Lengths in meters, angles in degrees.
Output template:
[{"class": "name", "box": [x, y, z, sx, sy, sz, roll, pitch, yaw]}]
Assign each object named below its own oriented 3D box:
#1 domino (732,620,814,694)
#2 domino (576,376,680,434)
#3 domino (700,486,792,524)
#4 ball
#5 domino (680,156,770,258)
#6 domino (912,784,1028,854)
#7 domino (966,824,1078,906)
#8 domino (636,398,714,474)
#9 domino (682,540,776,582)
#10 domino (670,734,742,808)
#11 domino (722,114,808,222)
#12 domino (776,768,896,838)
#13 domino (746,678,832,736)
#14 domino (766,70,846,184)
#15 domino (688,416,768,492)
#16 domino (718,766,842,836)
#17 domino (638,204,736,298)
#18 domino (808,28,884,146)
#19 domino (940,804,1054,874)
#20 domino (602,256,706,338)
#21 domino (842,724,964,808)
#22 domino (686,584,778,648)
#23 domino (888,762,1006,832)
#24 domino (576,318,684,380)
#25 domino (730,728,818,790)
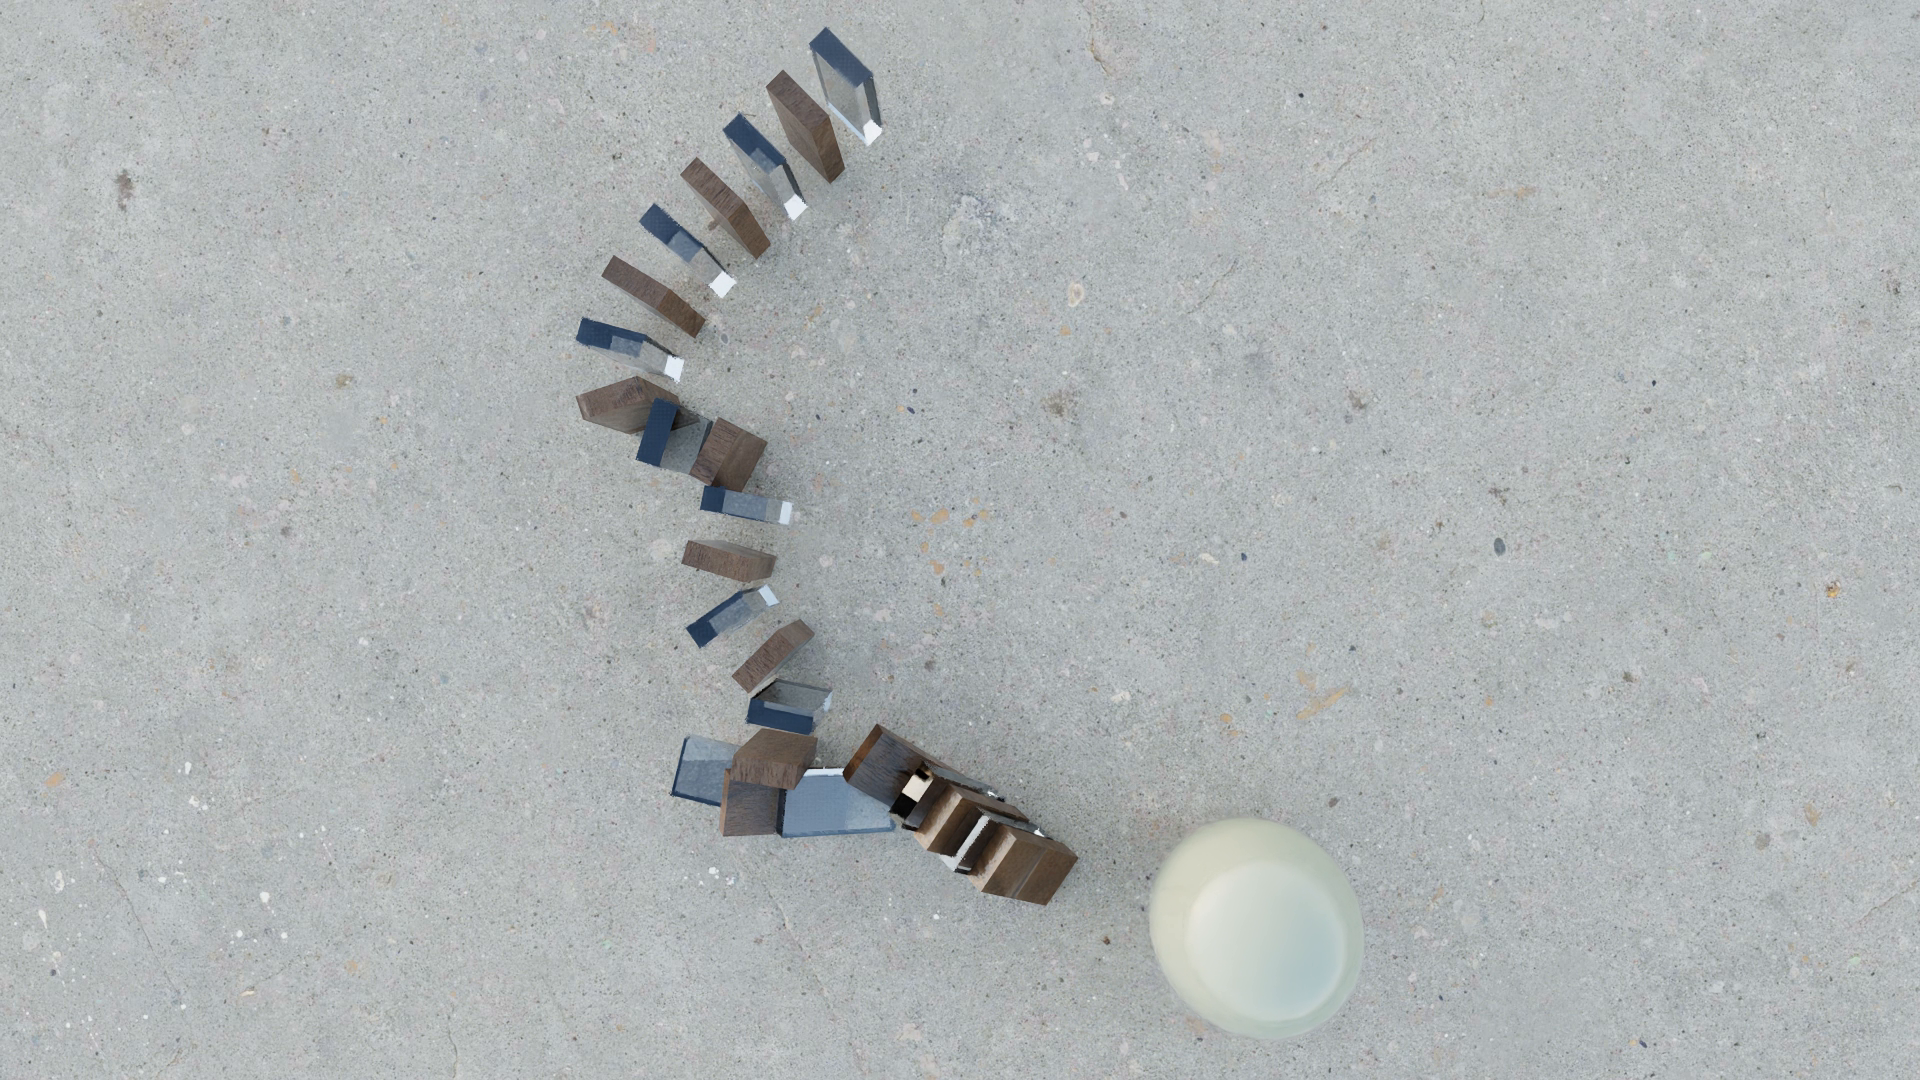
[{"class": "domino", "box": [-0.075, 0.047, 0.375, 0.025, 0.050, 0.010, -45, 90, 0]}, {"class": "domino", "box": [-0.134, -0.054, 0.375, 0.025, 0.050, 0.010, -18, 90, 0]}, {"class": "domino", "box": [-0.086, -0.014, 0.375, 0.025, 0.050, 0.009, 11, 90, 0]}, {"class": "ball", "box": [0.115, 0.151, 0.360, 0.080, 0.080, 0.080, 0, 90, 0]}, {"class": "domino", "box": [-0.095, -0.134, 0.375, 0.025, 0.050, 0.010, 43, 90, 0]}, {"class": "domino", "box": [0.006, 0.119, 0.379, 0.010, 0.050, 0.025, 34, 90, 45]}, {"class": "domino", "box": [0.027, 0.135, 0.379, 0.010, 0.050, 0.025, 34, 90, 45]}, {"class": "domino", "box": [-0.116, -0.041, 0.375, 0.009, 0.050, 0.025, 17, 90, 0]}, {"class": "domino", "box": [-0.093, 0.008, 0.375, 0.025, 0.050, 0.010, 17, 90, 0]}, {"class": "domino", "box": [-0.096, 0.103, 0.395, 0.050, 0.009, 0.025, 14, 90, 0]}, {"class": "domino", "box": [-0.079, -0.151, 0.375, 0.025, 0.050, 0.009, 45, 90, 0]}, {"class": "domino", "box": [-0.050, 0.110, 0.384, 0.050, 0.009, 0.025, 6, 90, -28]}, {"class": "domino", "box": [-0.069, 0.068, 0.375, 0.025, 0.050, 0.010, 12, 90, 0]}, {"class": "domino", "box": [-0.062, -0.168, 0.375, 0.009, 0.050, 0.025, -45, 90, 0]}, {"class": "domino", "box": [-0.094, -0.034, 0.375, 0.009, 0.050, 0.025, 28, 90, 0]}, {"class": "domino", "box": [-0.074, 0.109, 0.384, 0.050, 0.009, 0.025, 6, 93, -26]}, {"class": "domino", "box": [-0.110, -0.117, 0.375, 0.025, 0.050, 0.010, 40, 90, 0]}, {"class": "domino", "box": [-0.046, -0.184, 0.375, 0.010, 0.050, 0.025, -45, 90, 0]}, {"class": "domino", "box": [0.016, 0.127, 0.379, 0.009, 0.050, 0.025, 34, 90, 45]}, {"class": "domino", "box": [-0.124, -0.098, 0.375, 0.025, 0.050, 0.010, 31, 90, 0]}, {"class": "domino", "box": [-0.022, 0.101, 0.385, 0.050, 0.010, 0.025, 36, 88, -24]}, {"class": "domino", "box": [-0.092, 0.030, 0.375, 0.025, 0.050, 0.010, -34, 90, 0]}, {"class": "domino", "box": [-0.005, 0.110, 0.379, 0.009, 0.050, 0.025, 34, 90, 45]}, {"class": "domino", "box": [-0.134, -0.077, 0.375, 0.025, 0.050, 0.010, 15, 90, 0]}, {"class": "domino", "box": [-0.075, 0.089, 0.375, 0.025, 0.050, 0.010, 10, 90, 0]}]
